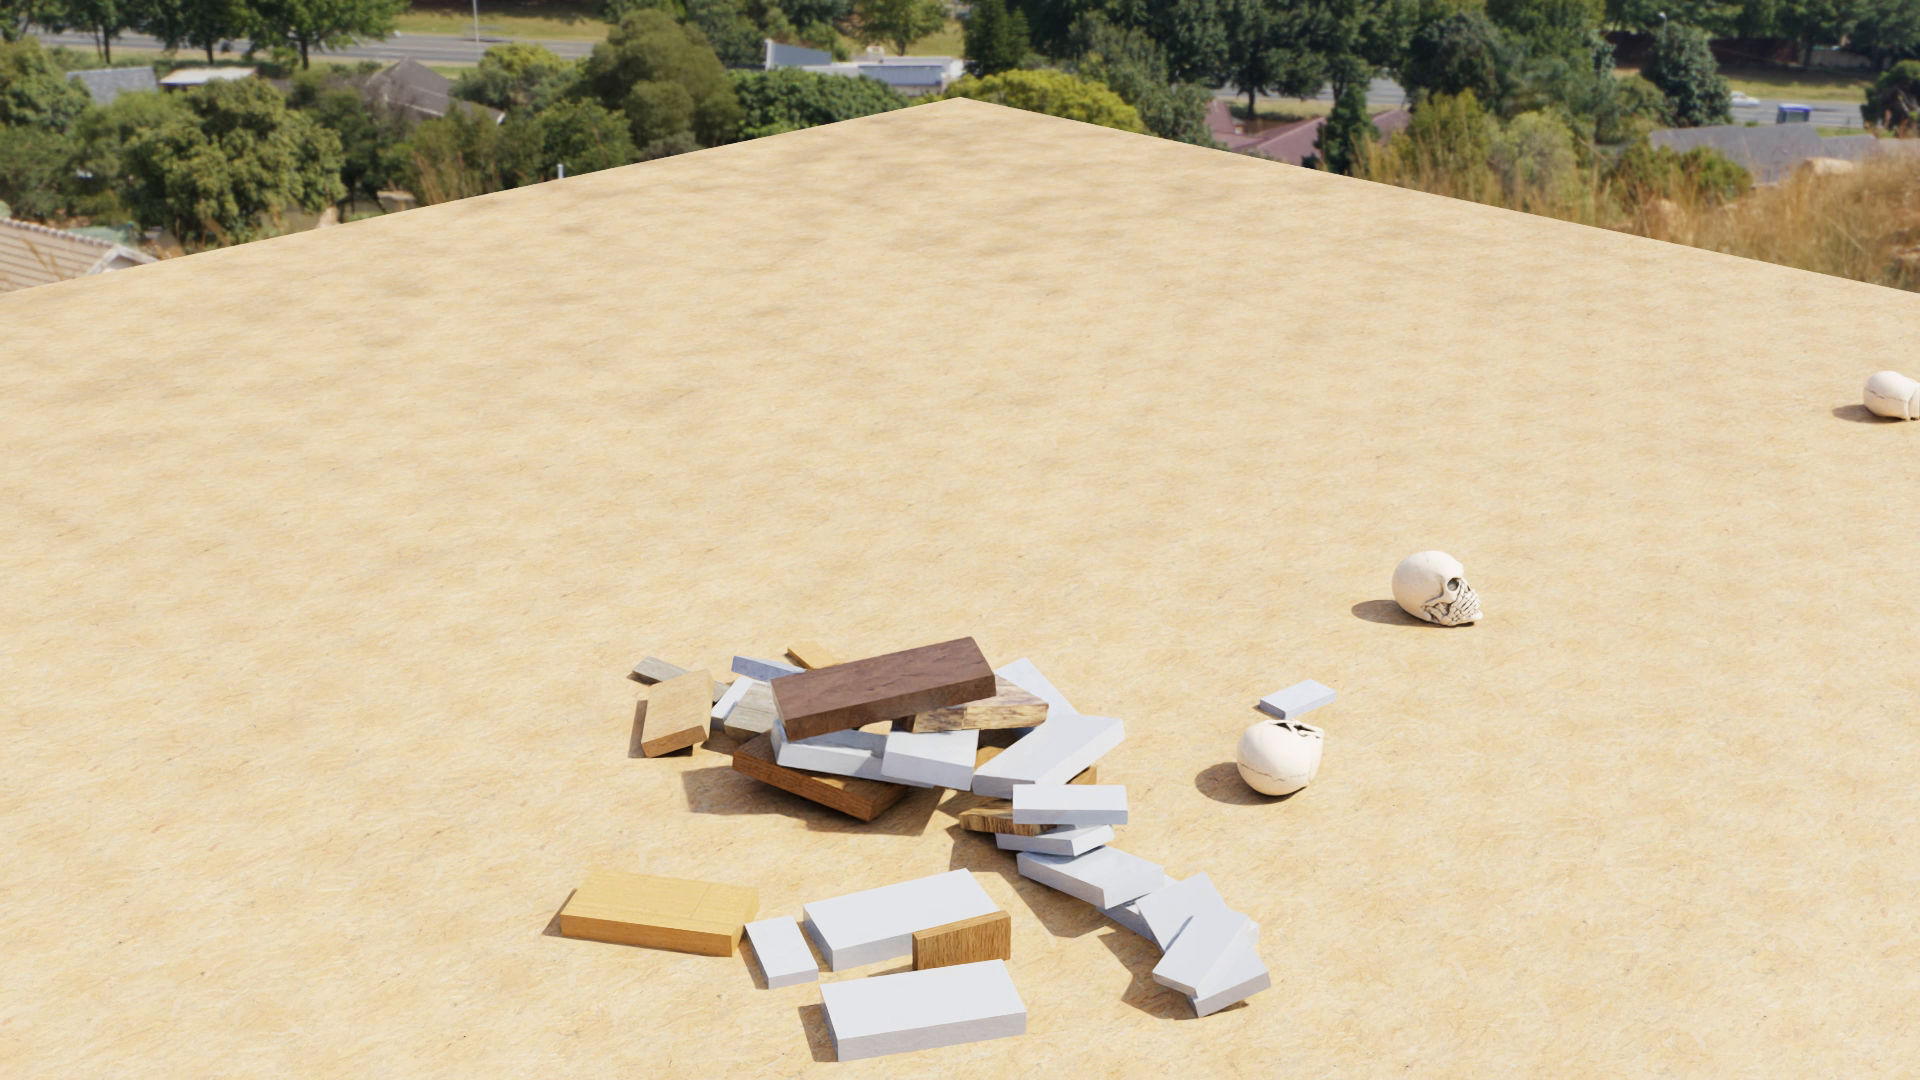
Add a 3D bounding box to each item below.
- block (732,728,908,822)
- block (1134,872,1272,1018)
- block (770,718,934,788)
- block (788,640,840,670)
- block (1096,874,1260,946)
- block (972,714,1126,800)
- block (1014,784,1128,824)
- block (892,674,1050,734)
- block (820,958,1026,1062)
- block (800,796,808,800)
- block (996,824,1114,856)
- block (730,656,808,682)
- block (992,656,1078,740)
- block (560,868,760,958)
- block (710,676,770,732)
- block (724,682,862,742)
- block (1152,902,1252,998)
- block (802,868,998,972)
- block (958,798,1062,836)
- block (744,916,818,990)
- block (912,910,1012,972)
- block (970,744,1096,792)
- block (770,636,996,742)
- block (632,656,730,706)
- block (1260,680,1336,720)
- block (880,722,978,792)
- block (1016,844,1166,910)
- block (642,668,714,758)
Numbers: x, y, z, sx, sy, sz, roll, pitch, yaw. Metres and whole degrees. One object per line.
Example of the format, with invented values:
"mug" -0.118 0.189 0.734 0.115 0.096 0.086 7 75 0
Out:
"block" -0.286 0.476 4.503 0.323 0.046 0.162 18 20 22
"block" 0.431 0.717 3.919 0.140 0.040 0.280 -22 35 -7
"block" -0.219 0.435 4.498 0.323 0.046 0.162 10 12 -13
"block" -0.338 0.274 5.090 0.068 0.019 0.136 -13 26 -28
"block" 0.400 0.697 4.067 0.140 0.040 0.280 -20 30 -38
"block" 0.183 0.444 4.517 0.162 0.046 0.323 2 20 38
"block" 0.212 0.511 4.249 0.219 0.031 0.109 0 19 1
"block" -0.007 0.344 4.630 0.357 0.051 0.179 1 17 -39
"block" -0.065 0.810 3.793 0.328 0.046 0.164 -6 24 -13
"block" -0.320 0.488 4.582 0.080 0.023 0.160 -10 25 -22
"block" 0.183 0.573 4.257 0.109 0.031 0.219 -16 8 -40
"block" -0.373 0.305 4.893 0.259 0.037 0.130 12 0 41
"block" 0.147 0.356 4.806 0.130 0.037 0.259 -22 34 -17
"block" -0.554 0.689 4.077 0.328 0.046 0.164 5 23 12
"block" -0.394 0.380 4.771 0.273 0.039 0.136 12 41 26
"block" -0.351 0.386 4.686 0.273 0.039 0.136 10 43 24
"block" 0.425 0.718 3.863 0.091 0.026 0.182 14 45 37
"block" -0.108 0.698 4.055 0.328 0.046 0.164 -9 25 -21
"block" 0.109 0.546 4.336 0.109 0.031 0.219 -16 8 -39
"block" -0.324 0.744 3.974 0.091 0.026 0.182 -8 24 -17
"block" 0.003 0.726 3.933 0.182 0.091 0.026 -10 25 -22
"block" 0.139 0.492 4.553 0.259 0.037 0.130 9 25 21
"block" -0.158 0.301 4.492 0.432 0.051 0.179 -12 26 -10
"block" -0.559 0.339 4.917 0.426 0.016 0.057 17 44 33
"block" 0.752 0.355 4.895 0.160 0.023 0.080 -17 28 -35
"block" -0.057 0.418 4.497 0.179 0.051 0.357 11 12 0
"block" 0.245 0.624 4.159 0.140 0.040 0.280 -15 14 -31
"block" -0.611 0.374 4.780 0.136 0.039 0.273 -18 23 4
